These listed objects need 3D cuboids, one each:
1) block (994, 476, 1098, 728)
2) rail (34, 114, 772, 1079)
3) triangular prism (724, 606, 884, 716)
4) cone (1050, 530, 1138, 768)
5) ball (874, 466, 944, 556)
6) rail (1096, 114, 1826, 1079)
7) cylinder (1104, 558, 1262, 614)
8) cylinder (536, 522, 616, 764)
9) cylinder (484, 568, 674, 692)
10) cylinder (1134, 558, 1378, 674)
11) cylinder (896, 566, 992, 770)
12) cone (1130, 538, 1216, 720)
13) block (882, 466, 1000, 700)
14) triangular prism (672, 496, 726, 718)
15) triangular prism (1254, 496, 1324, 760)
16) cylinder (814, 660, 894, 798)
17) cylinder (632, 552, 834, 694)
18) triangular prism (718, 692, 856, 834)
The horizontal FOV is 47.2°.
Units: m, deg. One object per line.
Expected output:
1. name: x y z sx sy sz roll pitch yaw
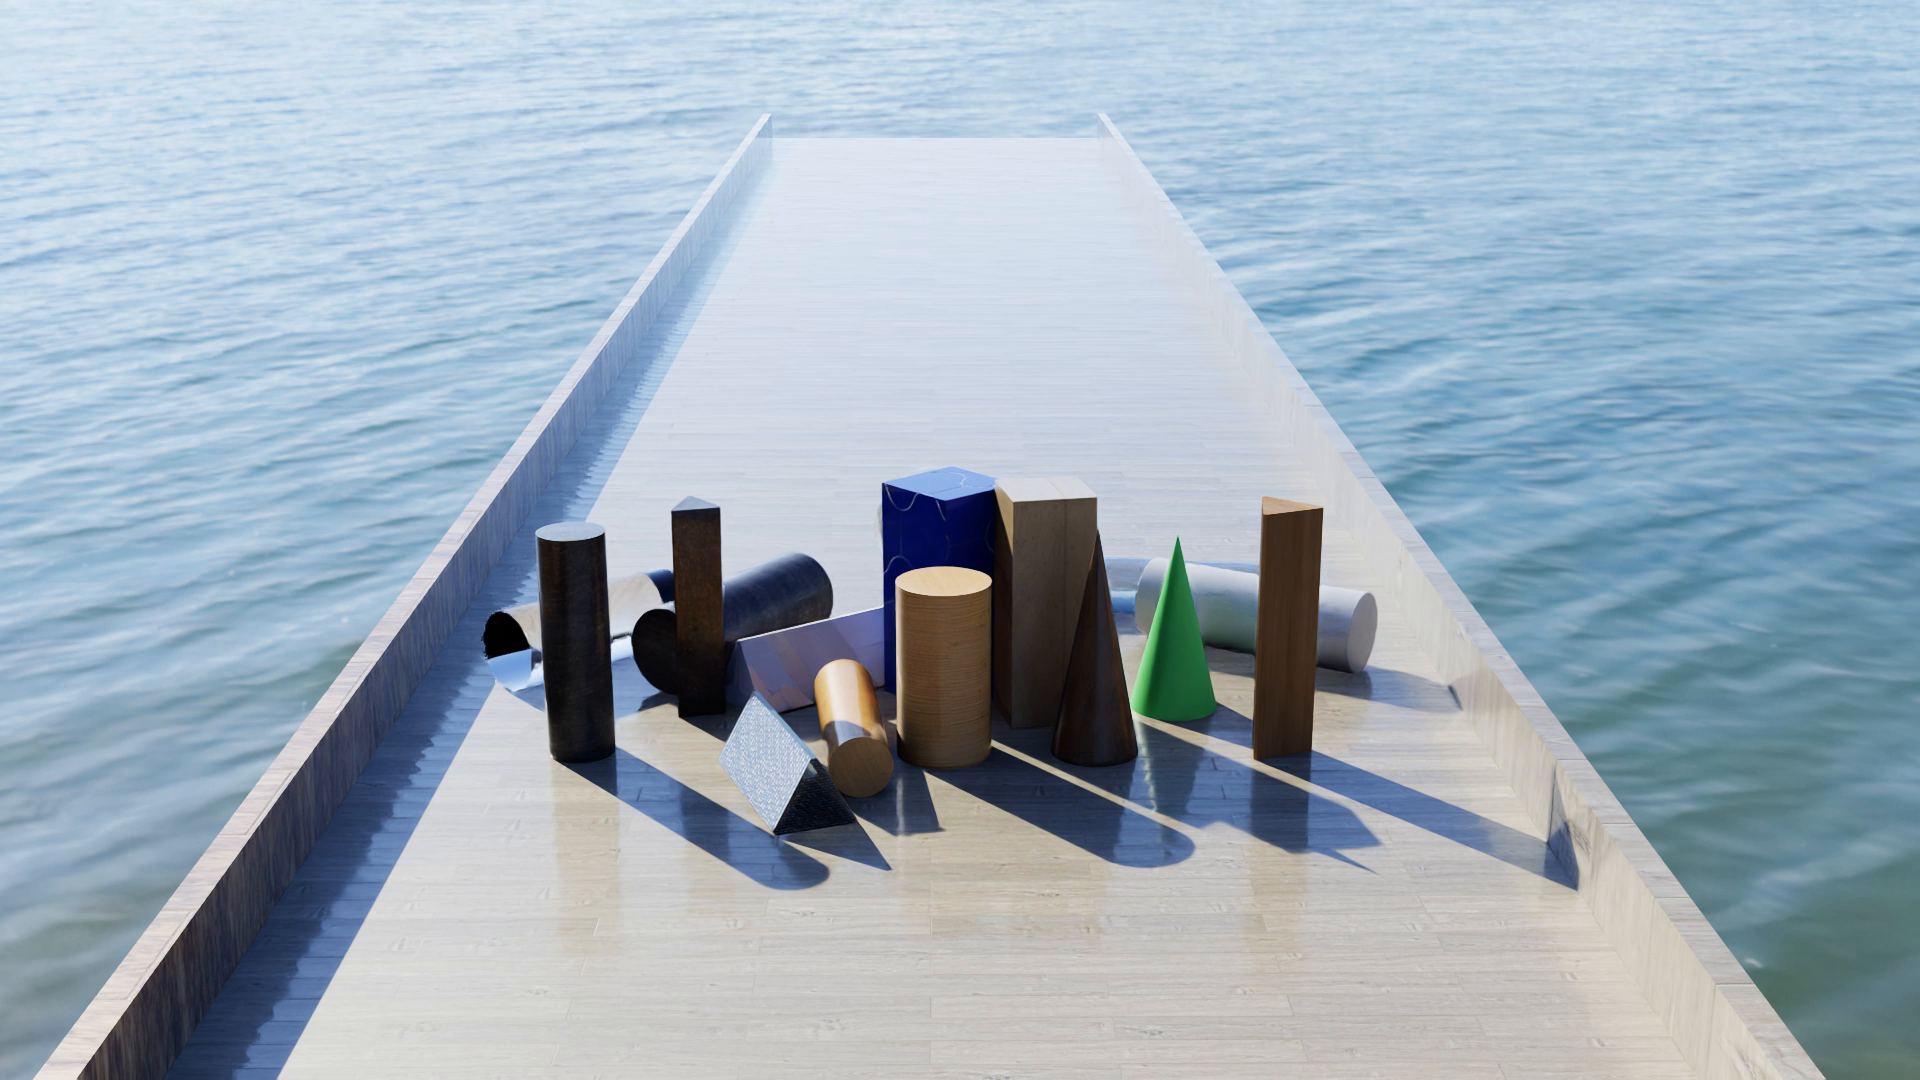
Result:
1. block: 0.156 0.114 4.081 0.156 0.434 0.156 -3 17 -11
2. rail: -1.118 -0.838 7.780 0.050 0.150 12.000 0 17 -1
3. triangular prism: -0.262 0.218 4.247 0.386 0.134 0.154 -12 21 -36
4. cone: 0.241 0.177 3.895 0.159 0.419 0.159 0 17 0
5. ball: -0.052 -0.025 4.833 0.273 0.273 0.273 0 17 0
6. rail: 0.932 -0.844 7.801 0.050 0.150 12.000 0 17 -1
7. cylinder: 0.449 0.101 4.680 0.427 0.117 0.117 2 17 8
8. cylinder: -0.680 0.182 3.895 0.121 0.411 0.121 0 17 0
9. cylinder: -0.734 0.175 4.363 0.158 0.158 0.390 15 23 42
10. cylinder: 0.594 0.151 4.435 0.458 0.163 0.163 10 19 29
11. cylinder: -0.029 0.226 3.902 0.170 0.322 0.170 0 17 0
12. cone: 0.404 0.151 4.125 0.166 0.339 0.166 0 17 0
13. block: -0.020 0.093 4.183 0.178 0.416 0.178 -15 22 -40
14. triangular prism: -0.490 0.123 4.085 0.088 0.410 0.076 -5 21 -14
15. triangular prism: 0.559 0.154 3.914 0.119 0.454 0.103 -7 18 -22
16. cylinder: -0.193 0.330 3.922 0.110 0.110 0.394 -2 17 -7
17. cylinder: -0.447 0.160 4.386 0.172 0.172 0.440 10 19 30
18. triangular prism: -0.300 0.370 3.753 0.143 0.124 0.334 -7 18 -21
